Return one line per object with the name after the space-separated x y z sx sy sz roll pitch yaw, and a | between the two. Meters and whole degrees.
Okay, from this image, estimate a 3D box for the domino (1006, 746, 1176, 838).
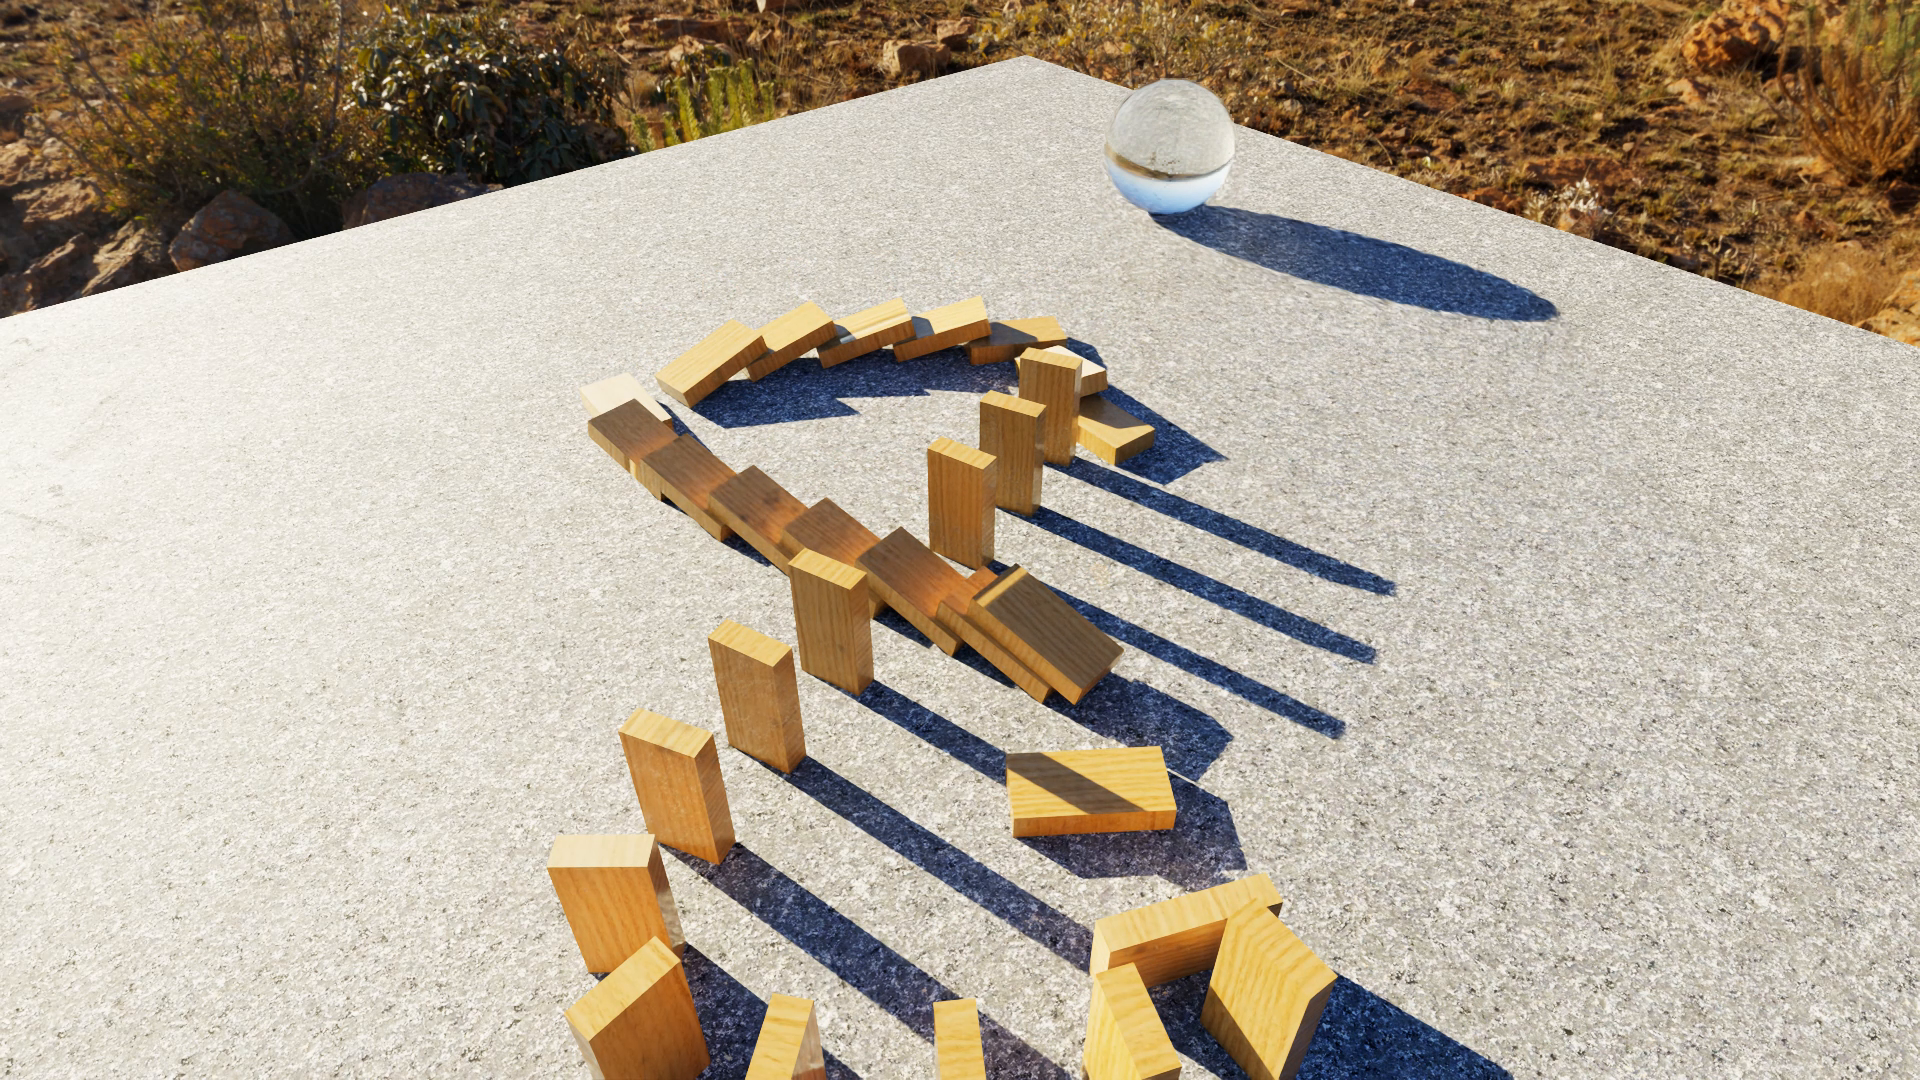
0.040 0.079 0.347 0.050 0.009 0.025 -2 39 -3 | domino

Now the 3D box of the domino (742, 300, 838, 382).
-0.090 -0.101 0.557 0.050 0.010 0.025 -32 48 -14 | domino

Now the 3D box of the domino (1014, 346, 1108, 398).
0.048 -0.081 0.531 0.025 0.009 0.050 -18 28 -15 | domino

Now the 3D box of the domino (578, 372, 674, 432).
-0.157 -0.061 0.517 0.025 0.010 0.050 -25 45 -27 | domino

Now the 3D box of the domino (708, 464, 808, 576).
-0.075 -0.008 0.444 0.050 0.009 0.025 37 51 19 | domino

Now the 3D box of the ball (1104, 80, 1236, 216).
0.130 -0.244 0.686 0.080 0.080 0.080 0 39 0 | ball

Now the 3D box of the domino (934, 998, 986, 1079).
0.000 0.130 0.252 0.009 0.050 0.025 -4 40 -5 | domino

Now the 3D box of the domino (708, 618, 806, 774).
-0.064 0.050 0.350 0.025 0.050 0.009 20 43 23 | domino

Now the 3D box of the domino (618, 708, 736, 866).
-0.082 0.073 0.323 0.025 0.050 0.009 15 42 17 | domino

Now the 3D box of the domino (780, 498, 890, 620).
-0.043 0.006 0.426 0.050 0.010 0.025 37 51 19 | domino

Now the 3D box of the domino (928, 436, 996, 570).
0.001 -0.013 0.428 0.025 0.050 0.010 23 45 25 | domino

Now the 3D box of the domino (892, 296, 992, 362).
-0.010 -0.109 0.566 0.050 0.009 0.025 -16 40 5 | domino

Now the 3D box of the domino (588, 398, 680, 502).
-0.137 -0.040 0.483 0.050 0.009 0.025 39 52 20 | domino

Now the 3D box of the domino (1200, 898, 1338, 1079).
0.075 0.114 0.272 0.009 0.050 0.025 -24 45 -27 | domino

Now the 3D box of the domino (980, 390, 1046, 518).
0.021 -0.035 0.454 0.025 0.050 0.010 19 43 21 | domino

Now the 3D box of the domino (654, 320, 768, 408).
-0.122 -0.087 0.540 0.025 0.010 0.050 31 63 34 | domino

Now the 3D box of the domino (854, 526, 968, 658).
-0.013 0.019 0.411 0.050 0.009 0.025 38 51 18 | domino

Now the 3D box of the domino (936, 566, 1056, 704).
0.018 0.033 0.393 0.050 0.010 0.025 38 51 19 | domino

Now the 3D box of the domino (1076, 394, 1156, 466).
0.063 -0.054 0.509 0.025 0.009 0.050 -27 46 -29 | domino

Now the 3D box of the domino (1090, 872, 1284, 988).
0.061 0.108 0.299 0.050 0.025 0.010 -11 41 -13 | domino

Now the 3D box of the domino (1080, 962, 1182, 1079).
0.039 0.125 0.259 0.009 0.050 0.025 -11 41 -13 | domino

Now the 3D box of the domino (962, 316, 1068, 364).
0.028 -0.104 0.570 0.050 0.010 0.025 -8 40 -9 | domino

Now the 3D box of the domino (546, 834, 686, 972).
-0.090 0.097 0.292 0.025 0.050 0.010 0 39 0 | domino

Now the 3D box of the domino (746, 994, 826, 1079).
-0.040 0.130 0.253 0.009 0.050 0.025 6 40 8 | domino

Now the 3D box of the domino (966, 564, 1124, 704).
0.030 0.032 0.384 0.050 0.009 0.025 39 51 19 | domino

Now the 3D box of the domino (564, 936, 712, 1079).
-0.076 0.120 0.265 0.010 0.050 0.025 29 47 30 | domino

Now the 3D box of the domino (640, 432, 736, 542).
-0.108 -0.023 0.462 0.050 0.010 0.025 38 51 19 | domino

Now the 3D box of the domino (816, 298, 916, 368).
-0.050 -0.106 0.564 0.050 0.009 0.025 -20 41 -2 | domino

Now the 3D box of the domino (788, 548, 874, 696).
-0.044 0.029 0.377 0.025 0.050 0.009 21 44 23 | domino

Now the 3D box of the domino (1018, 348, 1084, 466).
0.039 -0.058 0.482 0.025 0.050 0.009 15 42 18 | domino
